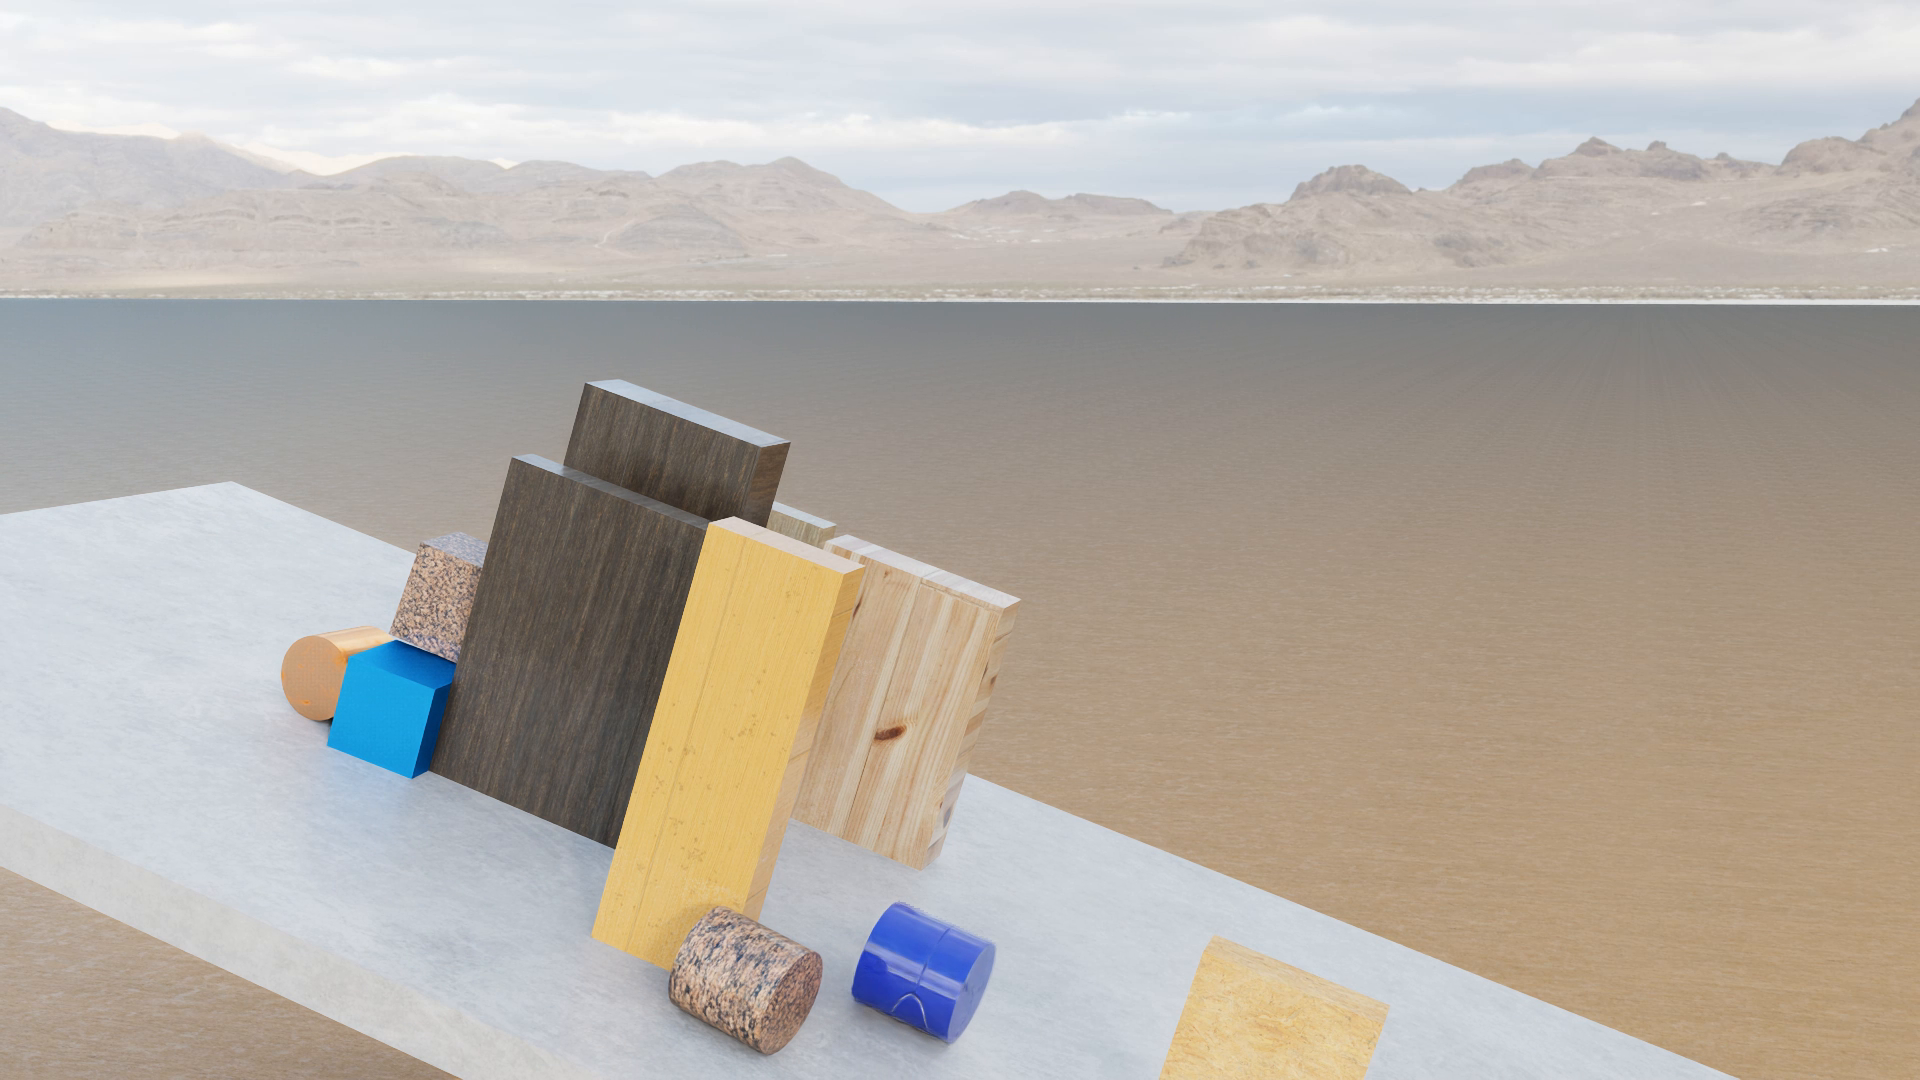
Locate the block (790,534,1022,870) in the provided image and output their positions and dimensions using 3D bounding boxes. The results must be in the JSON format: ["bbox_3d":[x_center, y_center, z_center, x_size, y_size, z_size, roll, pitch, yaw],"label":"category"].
[{"bbox_3d":[-0.156,0.328,4.491,0.393,0.571,0.128,20,12,14],"label":"block"}]

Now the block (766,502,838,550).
[{"bbox_3d":[-0.510,0.158,4.890,0.334,0.521,0.084,20,12,14],"label":"block"}]

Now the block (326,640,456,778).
[{"bbox_3d":[-1.060,0.320,4.192,0.181,0.181,0.181,20,12,11],"label":"block"}]

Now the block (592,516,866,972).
[{"bbox_3d":[-0.386,0.353,3.627,0.242,0.740,0.101,20,12,14],"label":"block"}]

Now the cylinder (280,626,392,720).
[{"bbox_3d":[-1.207,0.259,4.302,0.165,0.165,0.165,3,6,23],"label":"cylinder"}]

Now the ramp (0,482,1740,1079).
[{"bbox_3d":[-0.359,0.681,4.227,4.000,0.100,2.000,20,12,14],"label":"ramp"}]

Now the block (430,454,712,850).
[{"bbox_3d":[-0.702,0.212,4.092,0.445,0.631,0.081,20,12,14],"label":"block"}]

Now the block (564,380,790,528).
[{"bbox_3d":[-0.637,0.109,4.342,0.384,0.762,0.149,20,12,14],"label":"block"}]

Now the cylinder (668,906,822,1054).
[{"bbox_3d":[-0.340,0.698,3.495,0.176,0.176,0.176,22,15,23],"label":"cylinder"}]

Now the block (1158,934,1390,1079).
[{"bbox_3d":[0.415,0.844,3.192,0.269,0.464,0.087,20,12,14],"label":"block"}]

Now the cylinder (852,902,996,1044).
[{"bbox_3d":[-0.061,0.733,3.727,0.180,0.180,0.180,21,13,17],"label":"cylinder"}]

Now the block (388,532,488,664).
[{"bbox_3d":[-0.966,0.119,4.322,0.194,0.194,0.194,22,9,6],"label":"block"}]
